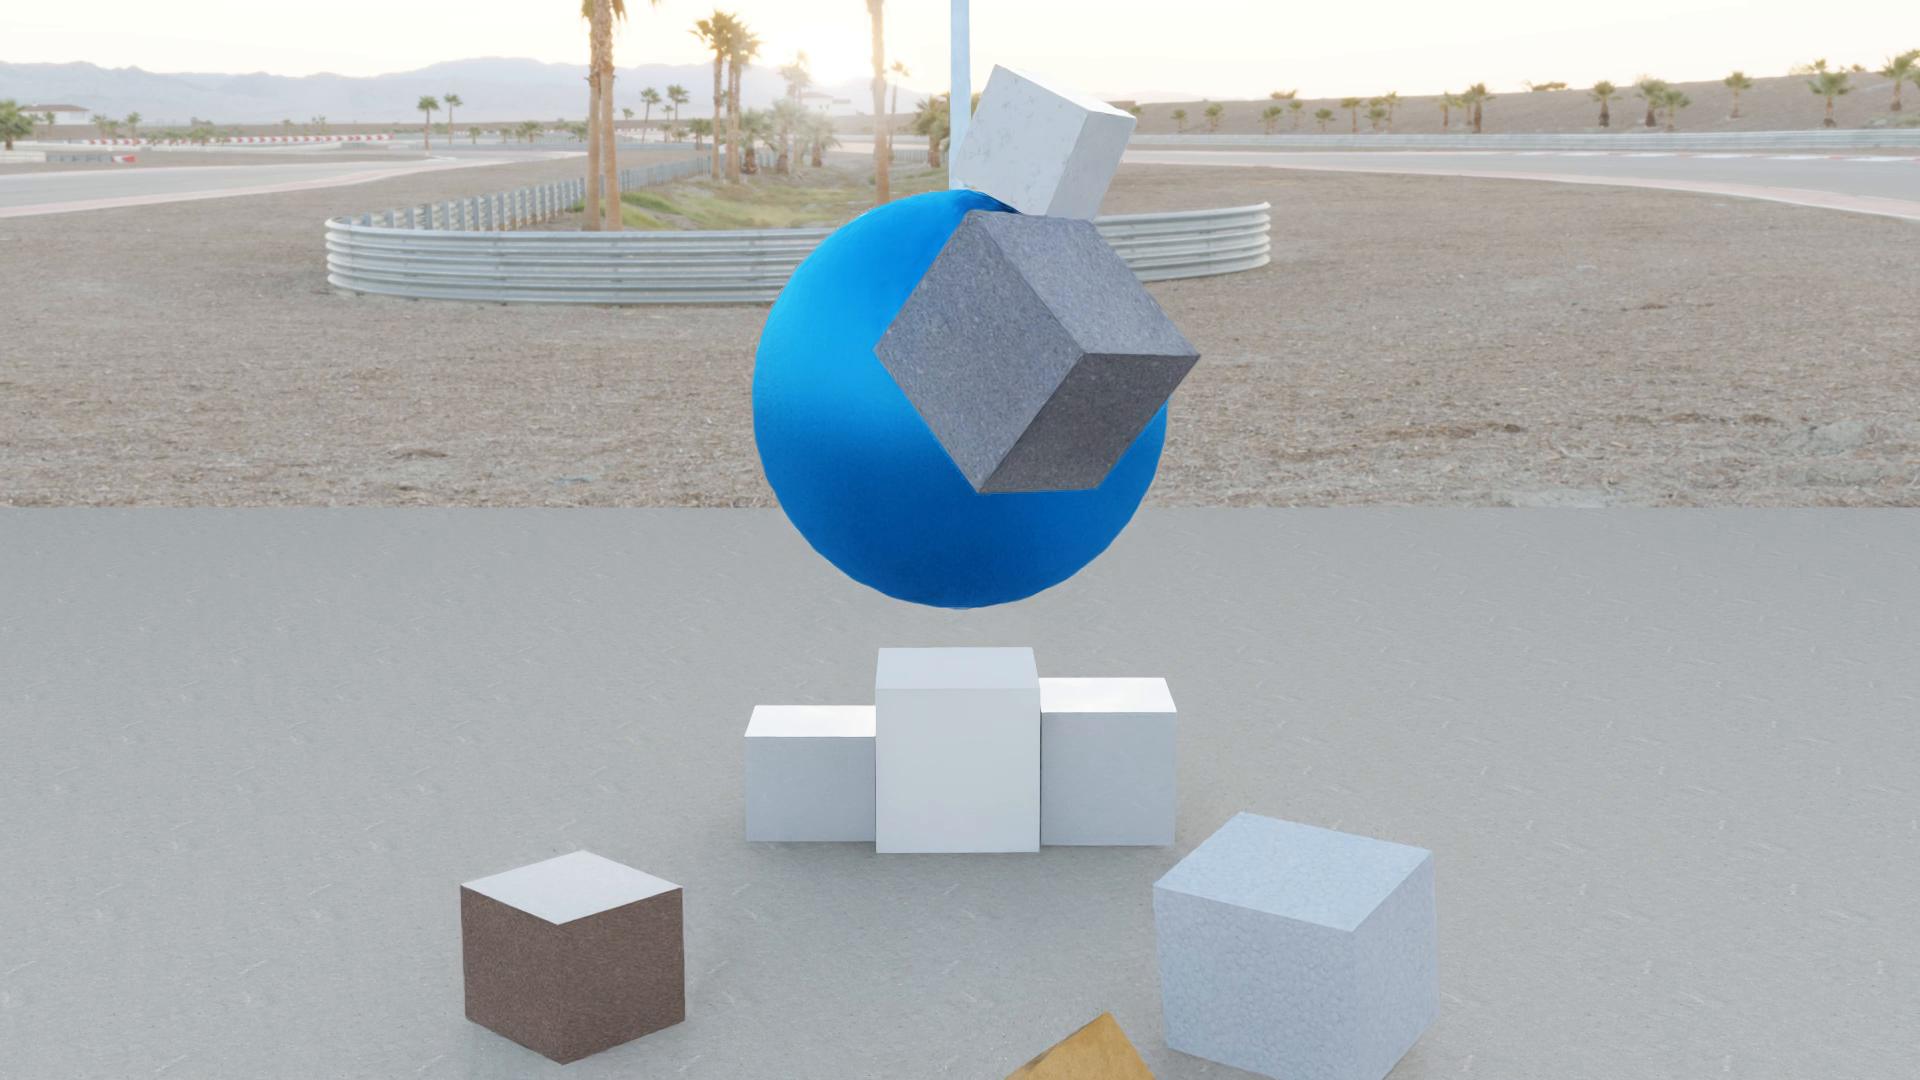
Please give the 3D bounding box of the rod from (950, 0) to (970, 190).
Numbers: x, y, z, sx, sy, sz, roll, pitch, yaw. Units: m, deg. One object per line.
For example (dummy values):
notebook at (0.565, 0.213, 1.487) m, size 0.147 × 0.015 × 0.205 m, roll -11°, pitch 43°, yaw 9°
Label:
rod at (0.000, -3.815, 9.346) m, size 0.080 × 5.200 × 0.080 m, roll 0°, pitch -15°, yaw 0°

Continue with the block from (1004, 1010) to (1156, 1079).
block at (0.300, 1.901, 6.830) m, size 0.563 × 0.519 × 0.514 m, roll -25°, pitch -14°, yaw -46°

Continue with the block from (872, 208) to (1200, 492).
block at (0.237, -0.590, 6.936) m, size 0.582 × 0.593 × 0.632 m, roll -4°, pitch 50°, yaw -48°

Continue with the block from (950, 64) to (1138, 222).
block at (0.310, -1.456, 8.135) m, size 0.426 × 0.438 × 0.406 m, roll 31°, pitch 19°, yaw 23°

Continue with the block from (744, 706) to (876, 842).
block at (-0.756, 1.204, 11.405) m, size 0.655 × 0.550 × 0.601 m, roll 0°, pitch 10°, yaw 0°

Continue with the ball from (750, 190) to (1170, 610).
ball at (0.000, -0.535, 8.451) m, size 1.600 × 1.600 × 1.600 m, roll 0°, pitch 10°, yaw 0°

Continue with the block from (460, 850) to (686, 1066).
block at (-1.554, 1.661, 8.842) m, size 0.660 × 0.568 × 0.603 m, roll 10°, pitch 14°, yaw 43°

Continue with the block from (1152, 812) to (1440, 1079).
block at (1.309, 1.589, 8.513) m, size 0.840 × 0.714 × 0.685 m, roll 8°, pitch 23°, yaw 36°

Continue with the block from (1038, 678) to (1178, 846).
block at (0.745, 1.136, 11.379) m, size 0.676 × 0.693 × 0.705 m, roll 0°, pitch 10°, yaw 0°

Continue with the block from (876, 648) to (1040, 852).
block at (-0.017, 1.066, 11.341) m, size 0.814 × 0.844 × 0.883 m, roll 0°, pitch 10°, yaw -1°
